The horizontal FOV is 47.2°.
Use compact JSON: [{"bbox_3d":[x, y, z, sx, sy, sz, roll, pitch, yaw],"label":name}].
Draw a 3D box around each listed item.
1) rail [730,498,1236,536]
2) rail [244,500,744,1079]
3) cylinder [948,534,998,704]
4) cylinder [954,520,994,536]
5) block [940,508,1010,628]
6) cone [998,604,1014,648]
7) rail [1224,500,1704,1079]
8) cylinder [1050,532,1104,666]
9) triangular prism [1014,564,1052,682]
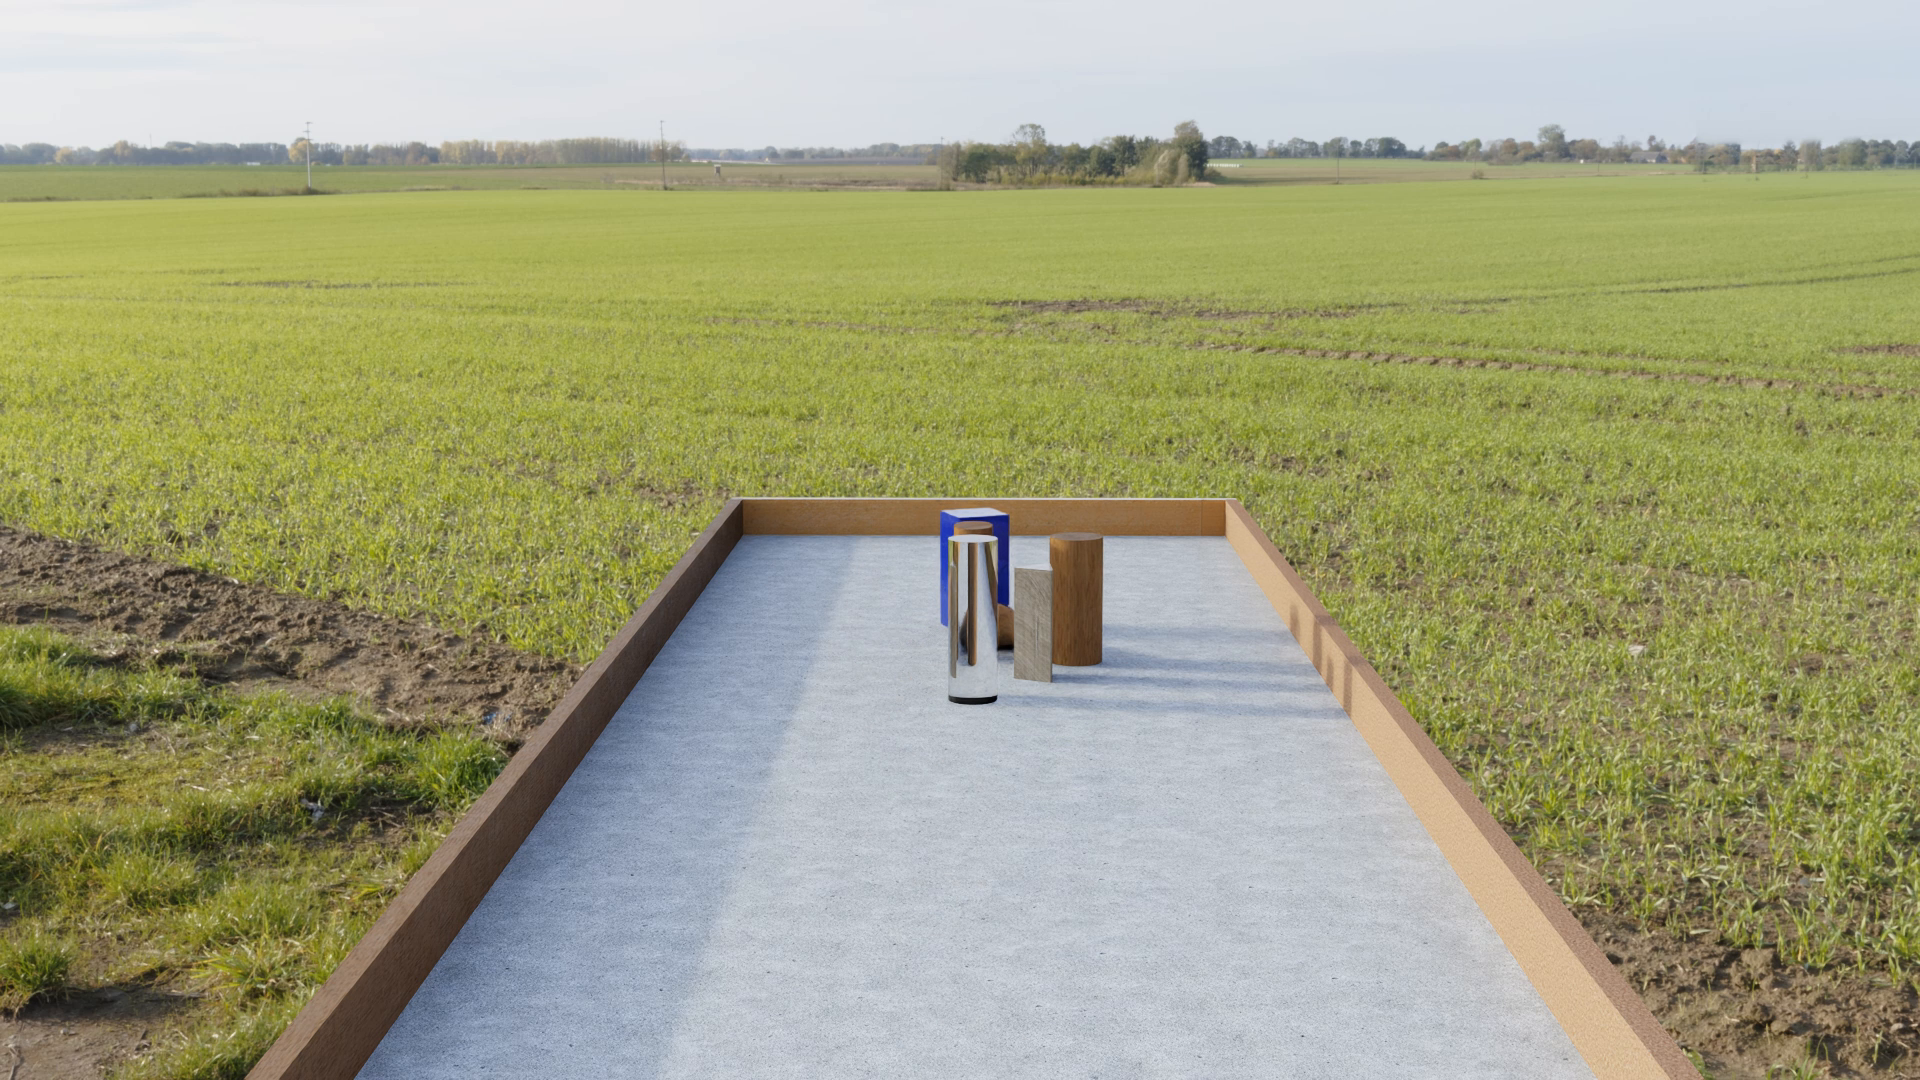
[{"bbox_3d":[0.099,-0.098,9.147,2.100,0.150,0.050,0,9,1],"label":"rail"},{"bbox_3d":[-1.004,0.839,3.234,0.050,0.150,12.000,0,9,1],"label":"rail"},{"bbox_3d":[0.036,0.222,6.149,0.138,0.458,0.138,0,9,0],"label":"cylinder"},{"bbox_3d":[0.042,0.156,6.680,0.120,0.413,0.120,-1,13,0],"label":"cylinder"},{"bbox_3d":[0.048,0.098,7.178,0.174,0.379,0.174,-4,10,-20],"label":"block"},{"bbox_3d":[0.242,0.292,6.926,0.349,0.154,0.154,10,5,-18],"label":"cone"},{"bbox_3d":[1.046,0.843,3.208,0.050,0.150,12.000,0,9,1],"label":"rail"},{"bbox_3d":[0.352,0.178,6.661,0.162,0.383,0.162,0,9,0],"label":"cylinder"},{"bbox_3d":[0.237,0.240,6.442,0.123,0.330,0.106,5,10,28],"label":"triangular prism"}]
